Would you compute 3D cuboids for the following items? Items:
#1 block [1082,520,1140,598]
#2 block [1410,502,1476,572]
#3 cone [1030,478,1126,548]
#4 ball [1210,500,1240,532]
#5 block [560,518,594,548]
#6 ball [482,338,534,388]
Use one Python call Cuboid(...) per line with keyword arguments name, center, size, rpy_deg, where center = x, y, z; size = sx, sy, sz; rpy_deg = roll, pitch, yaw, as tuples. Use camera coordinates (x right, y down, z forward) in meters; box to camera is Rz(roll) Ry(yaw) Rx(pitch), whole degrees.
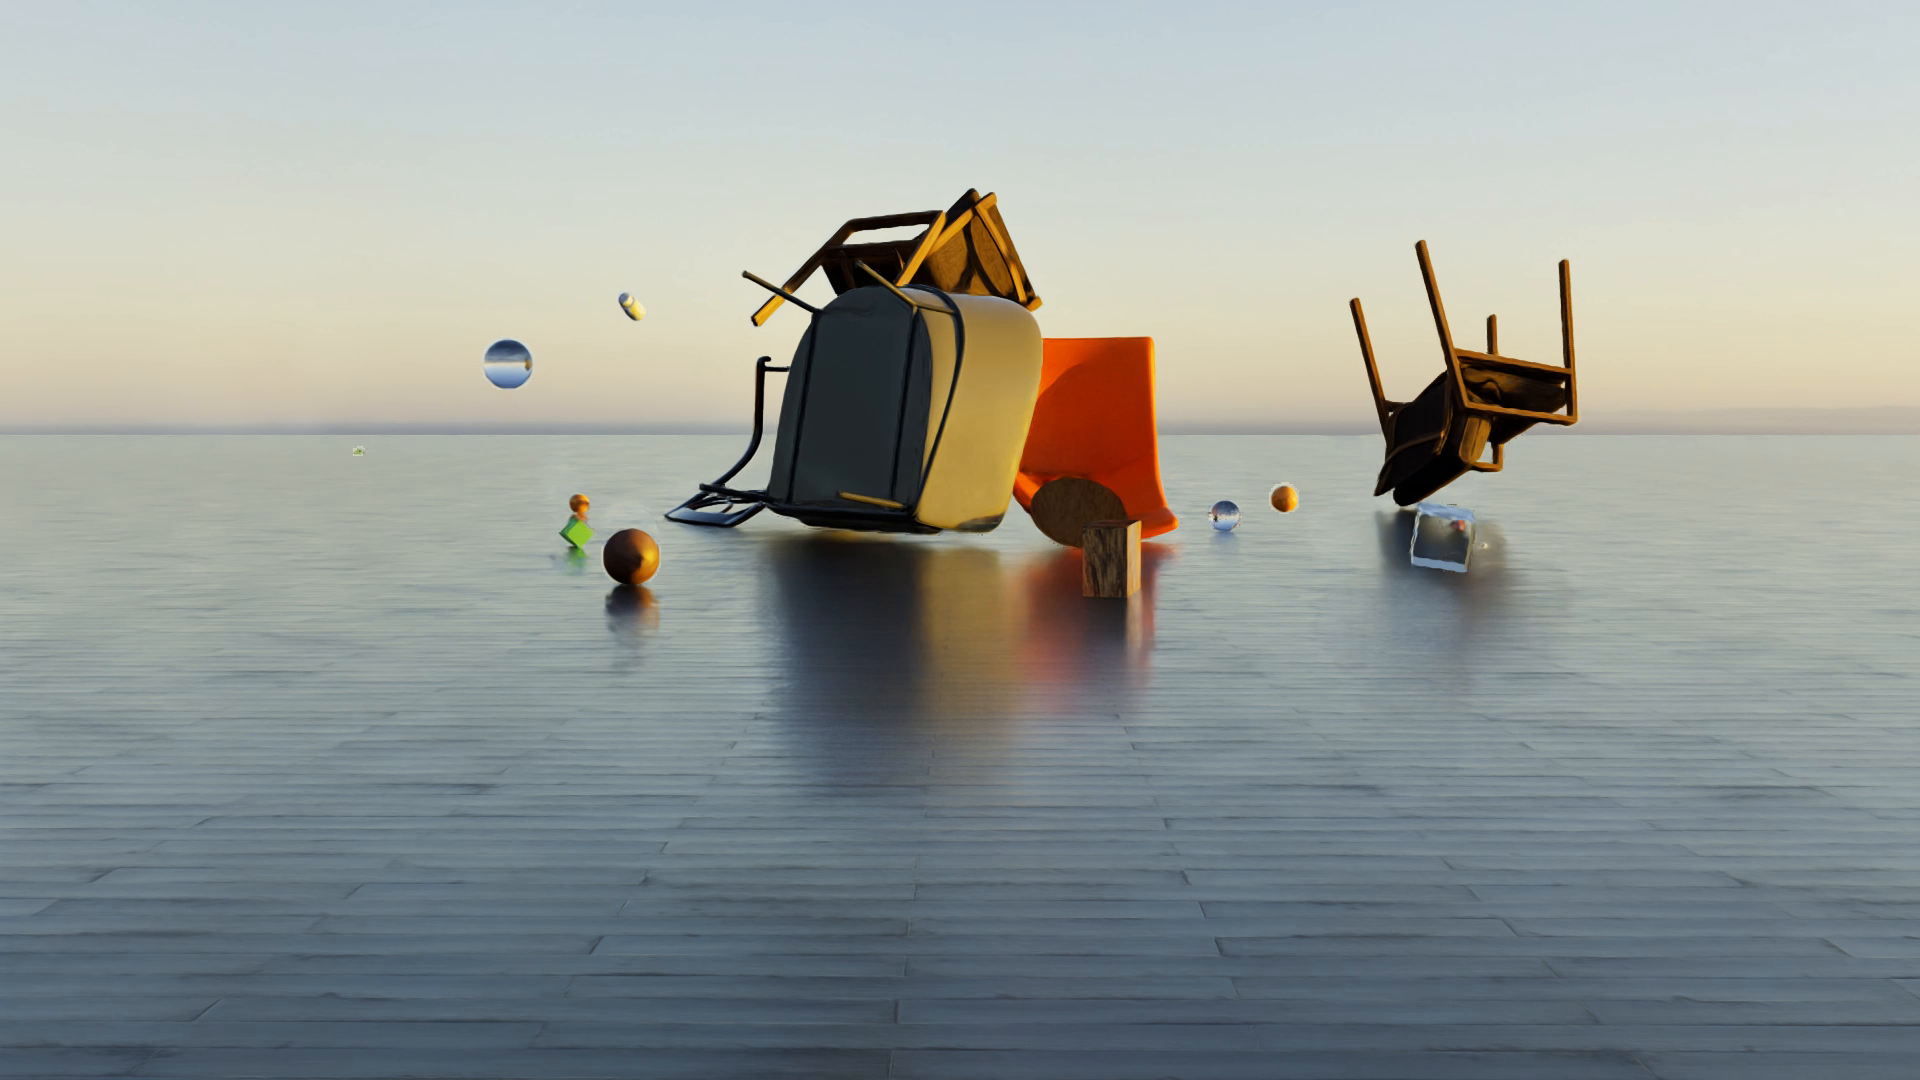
Cuboid(name="block", center=(0.336, 0.039, 4.859), size=(0.098, 0.154, 0.231), rpy_deg=(1, 4, 12))
Cuboid(name="block", center=(1.137, -0.007, 5.184), size=(0.128, 0.122, 0.141), rpy_deg=(9, 14, 8))
Cuboid(name="cone", center=(0.311, -0.081, 5.602), size=(0.245, 0.174, 0.210), rpy_deg=(11, 8, 7))
Cuboid(name="ball", center=(0.835, -0.076, 6.934), size=(0.099, 0.099, 0.099), rpy_deg=(0, 4, 0))
Cuboid(name="block", center=(-1.091, -0.020, 6.256), size=(0.055, 0.058, 0.097), rpy_deg=(45, -13, -19))
Cuboid(name="ball", center=(-1.610, -0.628, 7.837), size=(0.177, 0.177, 0.177), rpy_deg=(0, 4, 0))
